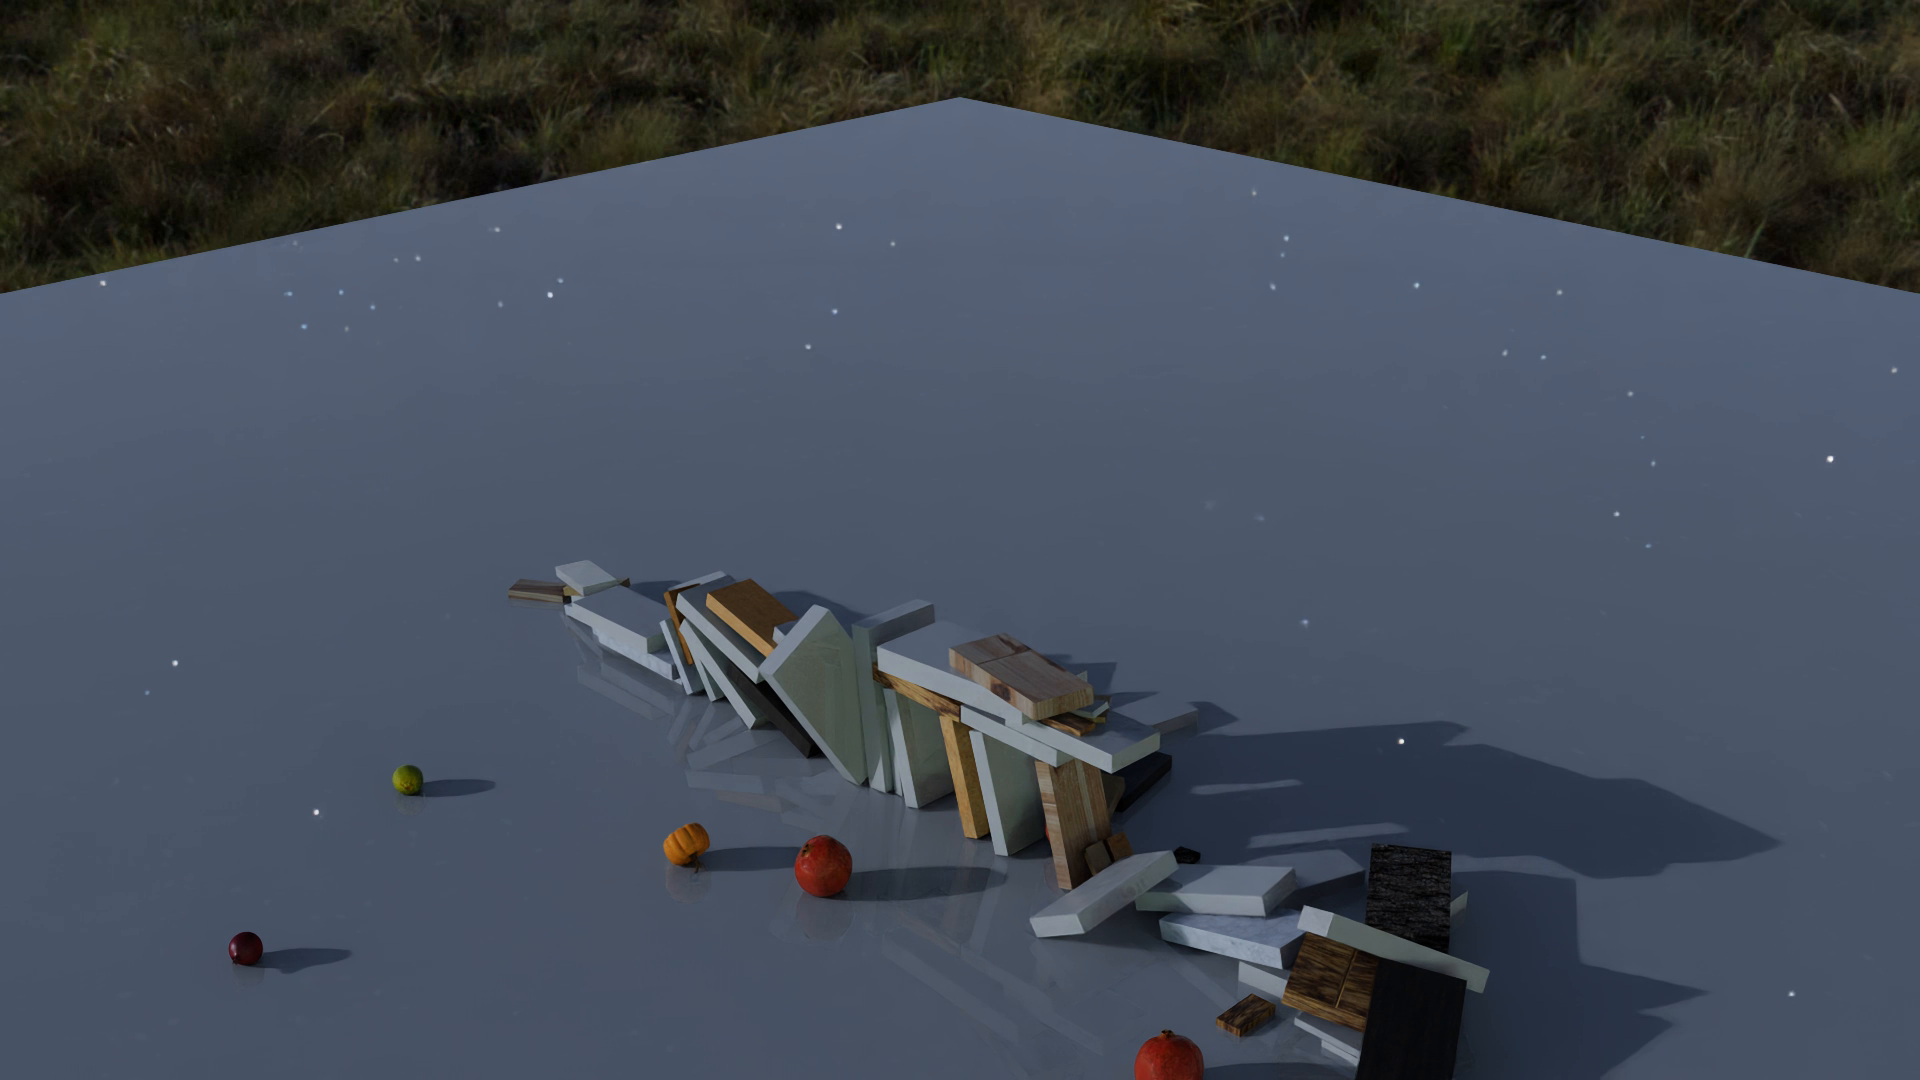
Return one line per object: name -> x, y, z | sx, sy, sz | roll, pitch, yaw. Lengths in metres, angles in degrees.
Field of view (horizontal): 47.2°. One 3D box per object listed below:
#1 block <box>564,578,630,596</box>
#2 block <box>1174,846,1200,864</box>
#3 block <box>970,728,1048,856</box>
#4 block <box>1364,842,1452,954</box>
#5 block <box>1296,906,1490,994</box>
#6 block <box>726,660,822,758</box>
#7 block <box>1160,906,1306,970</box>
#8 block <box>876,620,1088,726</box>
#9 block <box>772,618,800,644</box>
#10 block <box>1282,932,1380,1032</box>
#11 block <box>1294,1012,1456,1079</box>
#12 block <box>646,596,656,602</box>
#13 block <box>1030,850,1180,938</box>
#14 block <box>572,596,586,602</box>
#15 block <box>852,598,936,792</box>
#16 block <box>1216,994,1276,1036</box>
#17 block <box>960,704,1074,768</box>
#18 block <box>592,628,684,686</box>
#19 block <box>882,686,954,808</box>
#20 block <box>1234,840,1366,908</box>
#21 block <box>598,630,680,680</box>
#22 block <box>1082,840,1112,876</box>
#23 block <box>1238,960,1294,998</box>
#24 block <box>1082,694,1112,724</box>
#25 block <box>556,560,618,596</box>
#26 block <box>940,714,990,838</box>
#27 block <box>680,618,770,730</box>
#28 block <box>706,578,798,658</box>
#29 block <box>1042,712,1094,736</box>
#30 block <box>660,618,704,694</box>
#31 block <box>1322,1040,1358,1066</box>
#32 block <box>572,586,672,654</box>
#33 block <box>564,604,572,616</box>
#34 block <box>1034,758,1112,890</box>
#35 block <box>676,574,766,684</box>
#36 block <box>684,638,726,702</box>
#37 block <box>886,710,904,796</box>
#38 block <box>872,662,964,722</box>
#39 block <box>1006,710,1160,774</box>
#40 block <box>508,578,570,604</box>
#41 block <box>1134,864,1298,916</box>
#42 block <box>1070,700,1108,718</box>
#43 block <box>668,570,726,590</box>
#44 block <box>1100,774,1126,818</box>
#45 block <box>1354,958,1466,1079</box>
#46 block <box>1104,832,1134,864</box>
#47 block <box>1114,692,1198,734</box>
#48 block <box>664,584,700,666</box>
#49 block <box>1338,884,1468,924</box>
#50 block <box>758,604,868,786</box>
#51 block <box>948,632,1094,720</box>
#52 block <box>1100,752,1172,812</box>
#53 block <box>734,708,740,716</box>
block -> -0.882, 0.113, 5.339 | 0.143, 0.020, 0.072 | -2, 15, 19
block -> 0.425, 0.626, 4.270 | 0.045, 0.013, 0.091 | 15, 27, 31
block -> 0.100, 0.476, 4.313 | 0.128, 0.256, 0.036 | -21, 14, -41
block -> 0.828, 0.661, 4.058 | 0.149, 0.042, 0.298 | 5, 23, 11
block -> 0.750, 0.709, 3.815 | 0.298, 0.042, 0.149 | 21, -8, -9
block -> -0.360, 0.344, 4.770 | 0.144, 0.041, 0.289 | -21, 51, -40
block -> 0.513, 0.702, 3.970 | 0.141, 0.040, 0.282 | -21, 17, -40
block -> 0.040, 0.253, 4.276 | 0.180, 0.051, 0.399 | -21, 27, -40
block -> -0.278, 0.248, 4.683 | 0.121, 0.034, 0.242 | -17, 43, -38
block -> 0.706, 0.777, 3.752 | 0.282, 0.040, 0.141 | 18, 39, 15
block -> 0.745, 0.878, 3.643 | 0.423, 0.014, 0.051 | 23, 32, 36
block -> -0.681, 0.194, 5.195 | 0.170, 0.085, 0.024 | 22, 61, 41
block -> 0.269, 0.654, 4.072 | 0.269, 0.038, 0.135 | -26, 5, -39
block -> -0.865, 0.140, 5.310 | 0.143, 0.020, 0.072 | 6, 19, 41
block -> -0.121, 0.321, 4.540 | 0.180, 0.359, 0.051 | -20, 23, -39
block -> 0.495, 0.822, 3.805 | 0.051, 0.014, 0.102 | 21, 30, 40
block -> 0.137, 0.355, 4.223 | 0.128, 0.036, 0.256 | -21, 30, -40
block -> -0.720, 0.253, 5.133 | 0.087, 0.025, 0.370 | -19, 30, -38
block -> -0.075, 0.404, 4.483 | 0.127, 0.254, 0.036 | -21, 16, -40
block -> 0.633, 0.644, 4.196 | 0.252, 0.036, 0.126 | -11, 26, -25
block -> -0.695, 0.241, 5.079 | 0.140, 0.040, 0.281 | -21, 31, -40
block -> 0.269, 0.623, 4.189 | 0.045, 0.091, 0.013 | -20, -6, -39
block -> 0.649, 0.778, 3.877 | 0.282, 0.040, 0.141 | 17, 28, 35
block -> 0.258, 0.318, 4.149 | 0.045, 0.013, 0.090 | 4, 23, 10
block -> -0.909, 0.092, 5.347 | 0.085, 0.024, 0.259 | -13, 15, -22
block -> 0.042, 0.451, 4.375 | 0.127, 0.254, 0.036 | -21, 14, -40
block -> -0.481, 0.274, 4.869 | 0.144, 0.041, 0.289 | -21, 64, -40
block -> -0.432, 0.175, 4.807 | 0.121, 0.034, 0.242 | -19, 44, -40
block -> 0.202, 0.340, 4.099 | 0.090, 0.013, 0.045 | 19, 29, 37
block -> -0.605, 0.253, 4.960 | 0.087, 0.175, 0.025 | -19, -5, -40
block -> 0.667, 0.861, 3.714 | 0.051, 0.014, 0.102 | -20, 30, -39
block -> -0.760, 0.183, 5.114 | 0.281, 0.040, 0.140 | 21, 31, 40
block -> -0.870, 0.169, 5.287 | 0.087, 0.025, 0.175 | -17, 18, -35
block -> 0.223, 0.523, 4.200 | 0.128, 0.256, 0.036 | -21, 15, -40
block -> -0.480, 0.194, 4.846 | 0.144, 0.041, 0.289 | -21, 50, -40
block -> -0.552, 0.268, 4.931 | 0.086, 0.171, 0.024 | -20, -4, -40
block -> -0.100, 0.424, 4.522 | 0.092, 0.184, 0.026 | -18, 20, -35
block -> -0.043, 0.285, 4.392 | 0.127, 0.036, 0.254 | -20, 31, -39
block -> 0.229, 0.353, 4.132 | 0.135, 0.038, 0.269 | -21, 31, -40
block -> -1.036, 0.126, 5.438 | 0.143, 0.020, 0.072 | 5, 24, 12
block -> 0.471, 0.645, 4.064 | 0.269, 0.038, 0.135 | -4, 13, 36
block -> 0.230, 0.314, 4.127 | 0.090, 0.013, 0.045 | 5, 28, 44
block -> -0.600, 0.142, 5.278 | 0.140, 0.040, 0.281 | -19, 17, -16
block -> 0.215, 0.511, 4.467 | 0.217, 0.031, 0.108 | 8, 41, 24
block -> 0.740, 0.831, 3.623 | 0.149, 0.042, 0.298 | 14, 41, 10
block -> 0.312, 0.610, 4.222 | 0.045, 0.091, 0.013 | -16, -12, -33
block -> 0.352, 0.405, 4.767 | 0.337, 0.031, 0.108 | -15, 27, -32
block -> -0.600, 0.189, 4.955 | 0.086, 0.171, 0.024 | -15, -7, -40
block -> 0.819, 0.691, 4.086 | 0.126, 0.036, 0.252 | 21, 31, 40
block -> -0.251, 0.319, 4.494 | 0.051, 0.359, 0.180 | 17, 59, 47
block -> 0.112, 0.254, 4.137 | 0.126, 0.036, 0.315 | -14, 23, -27
block -> 0.341, 0.492, 4.563 | 0.108, 0.031, 0.217 | 14, 27, 29
block -> -0.500, 0.301, 4.892 | 0.086, 0.024, 0.171 | -22, 69, -40
